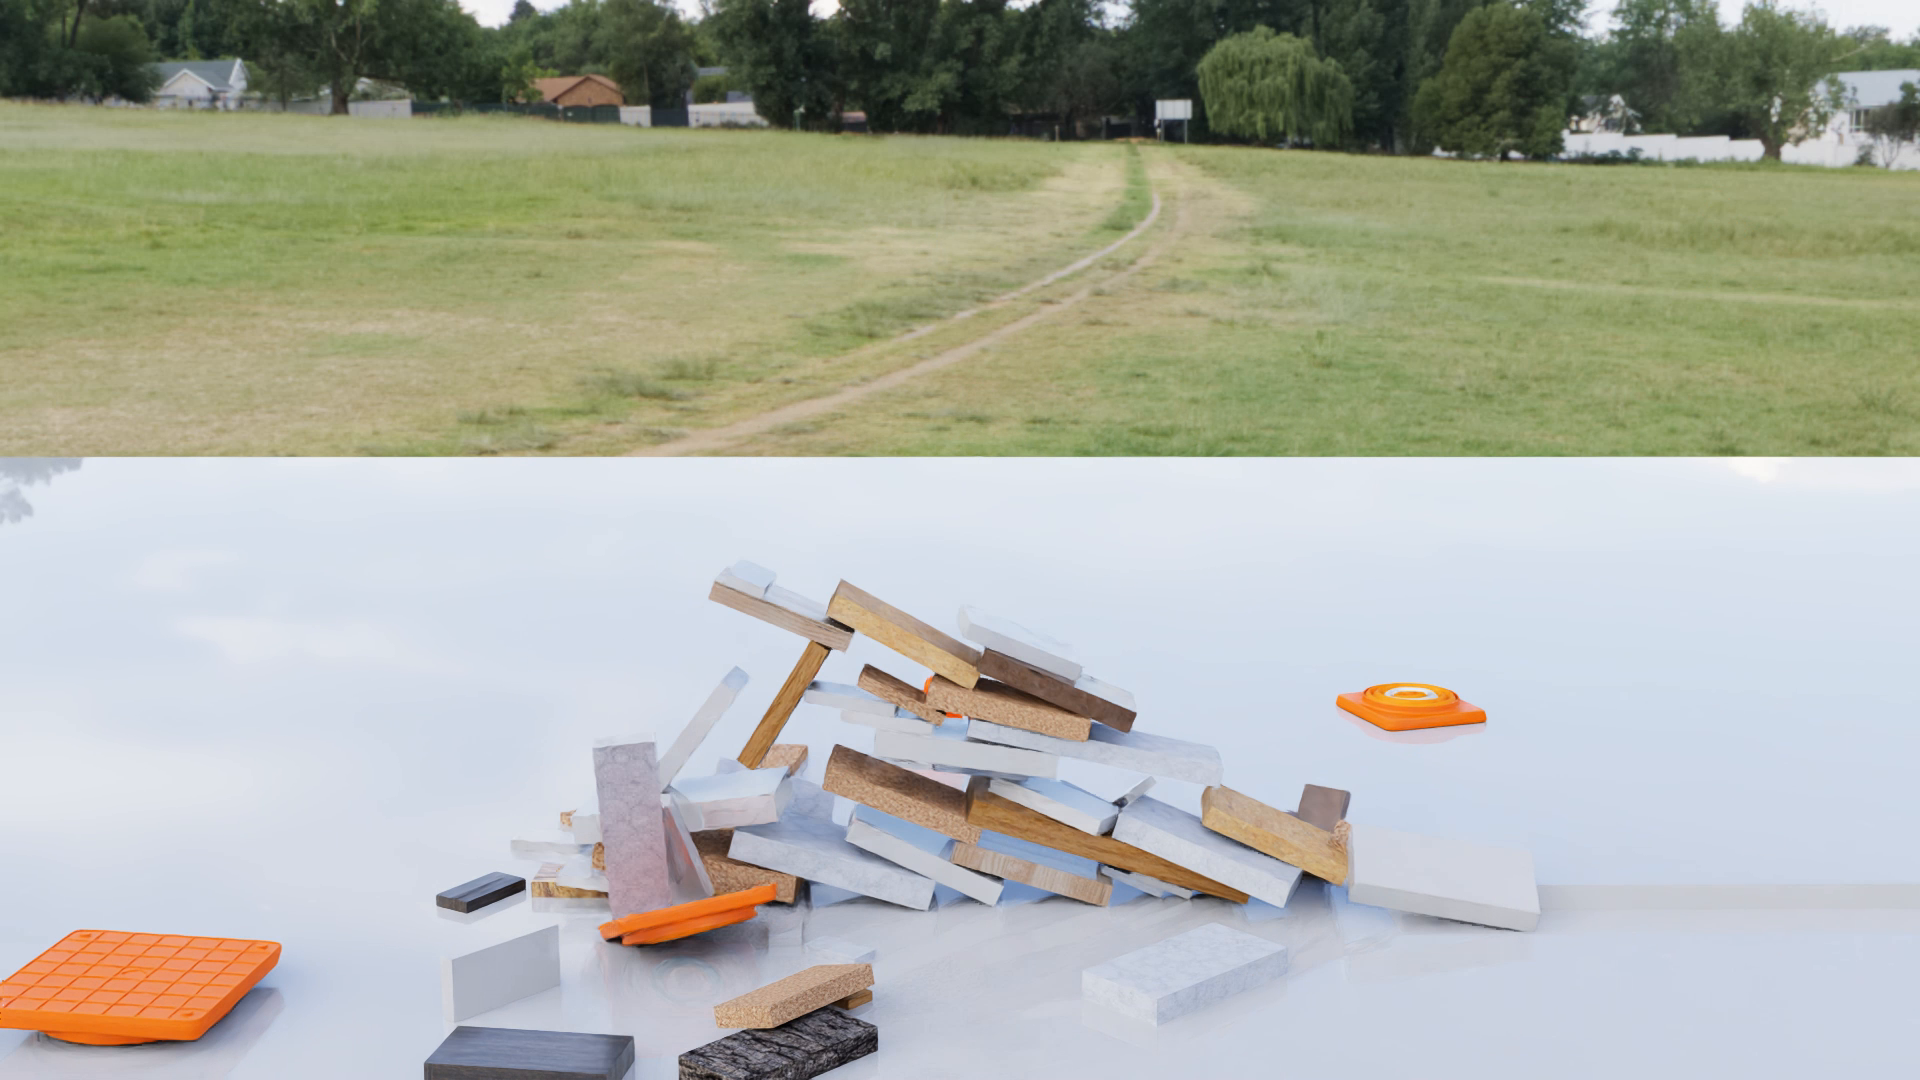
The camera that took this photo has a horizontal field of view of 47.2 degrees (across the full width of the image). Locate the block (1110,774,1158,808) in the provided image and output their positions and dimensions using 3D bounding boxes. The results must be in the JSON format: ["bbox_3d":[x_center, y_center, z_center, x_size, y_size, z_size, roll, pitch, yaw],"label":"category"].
[{"bbox_3d":[0.289,0.427,3.693,0.059,0.017,0.119,-35,-6,-16],"label":"block"}]

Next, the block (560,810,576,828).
[{"bbox_3d":[-0.667,0.516,4.015,0.065,0.018,0.130,-9,14,-39],"label":"block"}]

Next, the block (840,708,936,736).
[{"bbox_3d":[-0.116,0.288,3.589,0.150,0.021,0.075,8,10,3],"label":"block"}]

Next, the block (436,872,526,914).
[{"bbox_3d":[-0.794,0.584,3.648,0.069,0.020,0.138,7,12,32],"label":"block"}]

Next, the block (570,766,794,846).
[{"bbox_3d":[-0.458,0.440,3.649,0.338,0.048,0.169,-7,9,5],"label":"block"}]

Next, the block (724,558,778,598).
[{"bbox_3d":[-0.340,0.062,3.573,0.065,0.018,0.130,22,11,-1],"label":"block"}]

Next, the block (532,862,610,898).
[{"bbox_3d":[-0.614,0.572,3.693,0.191,0.027,0.095,0,11,2],"label":"block"}]

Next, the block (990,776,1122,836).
[{"bbox_3d":[0.159,0.428,3.613,0.201,0.028,0.100,21,12,24],"label":"block"}]

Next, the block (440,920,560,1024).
[{"bbox_3d":[-0.668,0.627,3.206,0.027,0.095,0.191,9,14,40],"label":"block"}]

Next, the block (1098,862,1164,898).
[{"bbox_3d":[0.285,0.560,3.665,0.109,0.015,0.054,24,10,-6],"label":"block"}]

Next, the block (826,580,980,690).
[{"bbox_3d":[-0.089,0.153,3.576,0.264,0.037,0.132,28,9,-5],"label":"block"}]

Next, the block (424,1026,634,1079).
[{"bbox_3d":[-0.578,0.703,2.963,0.251,0.036,0.126,2,11,8],"label":"block"}]

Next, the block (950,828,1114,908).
[{"bbox_3d":[0.118,0.534,3.659,0.268,0.038,0.134,17,10,-2],"label":"block"}]

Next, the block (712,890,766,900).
[{"bbox_3d":[-0.392,0.579,3.669,0.138,0.020,0.069,0,10,-3],"label":"block"}]

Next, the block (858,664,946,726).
[{"bbox_3d":[-0.093,0.251,3.572,0.150,0.021,0.075,27,11,-4],"label":"block"}]

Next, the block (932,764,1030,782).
[{"bbox_3d":[0.033,0.368,3.623,0.157,0.022,0.078,7,10,-6],"label":"block"}]

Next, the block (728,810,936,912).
[{"bbox_3d":[-0.208,0.523,3.656,0.337,0.048,0.169,16,10,-2],"label":"block"}]

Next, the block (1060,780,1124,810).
[{"bbox_3d":[0.209,0.438,3.678,0.119,0.017,0.059,24,13,23],"label":"block"}]

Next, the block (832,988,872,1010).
[{"bbox_3d":[-0.183,0.664,3.231,0.102,0.014,0.051,9,14,40],"label":"block"}]

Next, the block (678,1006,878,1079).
[{"bbox_3d":[-0.245,0.698,2.992,0.126,0.036,0.251,10,14,42],"label":"block"}]

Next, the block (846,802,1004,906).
[{"bbox_3d":[-0.057,0.516,3.655,0.268,0.038,0.134,25,10,-4],"label":"block"}]

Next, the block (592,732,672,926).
[{"bbox_3d":[-0.511,0.454,3.435,0.095,0.348,0.027,-5,30,-8],"label":"block"}]

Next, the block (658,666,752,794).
[{"bbox_3d":[-0.438,0.319,3.623,0.034,0.238,0.119,38,11,-1],"label":"block"}]

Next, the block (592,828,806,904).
[{"bbox_3d":[-0.428,0.529,3.675,0.338,0.048,0.169,9,10,4],"label":"block"}]

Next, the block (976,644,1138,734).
[{"bbox_3d":[0.155,0.231,3.562,0.264,0.037,0.132,23,9,-2],"label":"block"}]

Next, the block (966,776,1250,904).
[{"bbox_3d":[0.245,0.491,3.642,0.479,0.042,0.149,17,12,-4],"label":"block"}]

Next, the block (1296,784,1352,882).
[{"bbox_3d":[0.611,0.500,3.768,0.078,0.157,0.022,7,-22,33],"label":"block"}]

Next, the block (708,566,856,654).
[{"bbox_3d":[-0.285,0.112,3.580,0.238,0.034,0.119,22,11,-1],"label":"block"}]

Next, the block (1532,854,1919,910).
[{"bbox_3d":[1.191,0.570,3.665,0.940,0.042,0.147,0,11,-1],"label":"block"}]

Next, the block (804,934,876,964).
[{"bbox_3d":[-0.185,0.634,3.393,0.102,0.014,0.051,8,13,37],"label":"block"}]

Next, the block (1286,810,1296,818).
[{"bbox_3d":[0.586,0.522,3.874,0.078,0.022,0.157,-27,14,-11],"label":"block"}]

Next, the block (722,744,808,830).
[{"bbox_3d":[-0.387,0.476,4.223,0.080,0.023,0.534,2,11,8],"label":"block"}]

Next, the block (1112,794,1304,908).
[{"bbox_3d":[0.410,0.507,3.600,0.297,0.042,0.148,21,13,15],"label":"block"}]

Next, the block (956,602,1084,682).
[{"bbox_3d":[0.096,0.165,3.558,0.201,0.028,0.100,22,13,-14],"label":"block"}]

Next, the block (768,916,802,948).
[{"bbox_3d":[-0.276,0.618,3.477,0.051,0.014,0.102,-1,11,-3],"label":"block"}]

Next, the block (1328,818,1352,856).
[{"bbox_3d":[0.671,0.511,3.638,0.119,0.017,0.059,28,35,9],"label":"block"}]

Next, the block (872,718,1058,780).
[{"bbox_3d":[0.009,0.334,3.611,0.297,0.042,0.148,7,10,-1],"label":"block"}]

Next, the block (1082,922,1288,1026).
[{"bbox_3d":[0.337,0.643,3.272,0.294,0.042,0.147,-10,14,-42],"label":"block"}]

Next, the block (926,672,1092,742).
[{"bbox_3d":[0.082,0.267,3.571,0.264,0.037,0.132,12,10,3],"label":"block"}]

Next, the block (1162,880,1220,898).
[{"bbox_3d":[0.379,0.563,3.661,0.109,0.015,0.054,17,12,-15],"label":"block"}]

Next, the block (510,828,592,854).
[{"bbox_3d":[-0.725,0.536,3.910,0.130,0.018,0.065,2,11,11],"label":"block"}]

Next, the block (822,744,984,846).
[{"bbox_3d":[-0.091,0.420,3.636,0.268,0.038,0.134,21,12,-4],"label":"block"}]

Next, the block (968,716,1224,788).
[{"bbox_3d":[0.219,0.330,3.593,0.415,0.035,0.124,12,9,-1],"label":"block"}]

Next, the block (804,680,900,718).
[{"bbox_3d":[-0.173,0.258,3.588,0.150,0.021,0.075,9,10,7],"label":"block"}]

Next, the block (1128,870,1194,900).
[{"bbox_3d":[0.332,0.563,3.659,0.109,0.015,0.054,22,11,-5],"label":"block"}]

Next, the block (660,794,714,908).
[{"bbox_3d":[-0.481,0.502,3.529,0.108,0.217,0.031,-8,35,13],"label":"block"}]

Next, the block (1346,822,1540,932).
[{"bbox_3d":[0.776,0.543,3.545,0.294,0.042,0.147,9,33,2],"label":"block"}]

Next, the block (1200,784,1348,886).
[{"bbox_3d":[0.519,0.483,3.634,0.247,0.035,0.124,24,16,-2],"label":"block"}]

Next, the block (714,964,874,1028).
[{"bbox_3d":[-0.233,0.646,3.117,0.108,0.031,0.217,-11,0,39],"label":"block"}]

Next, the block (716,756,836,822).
[{"bbox_3d":[-0.335,0.466,3.921,0.217,0.031,0.108,17,44,-10],"label":"block"}]

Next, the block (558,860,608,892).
[{"bbox_3d":[-0.584,0.555,3.613,0.138,0.020,0.069,7,12,5],"label":"block"}]

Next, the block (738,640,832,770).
[{"bbox_3d":[-0.281,0.259,3.614,0.034,0.238,0.119,32,11,0],"label":"block"}]
